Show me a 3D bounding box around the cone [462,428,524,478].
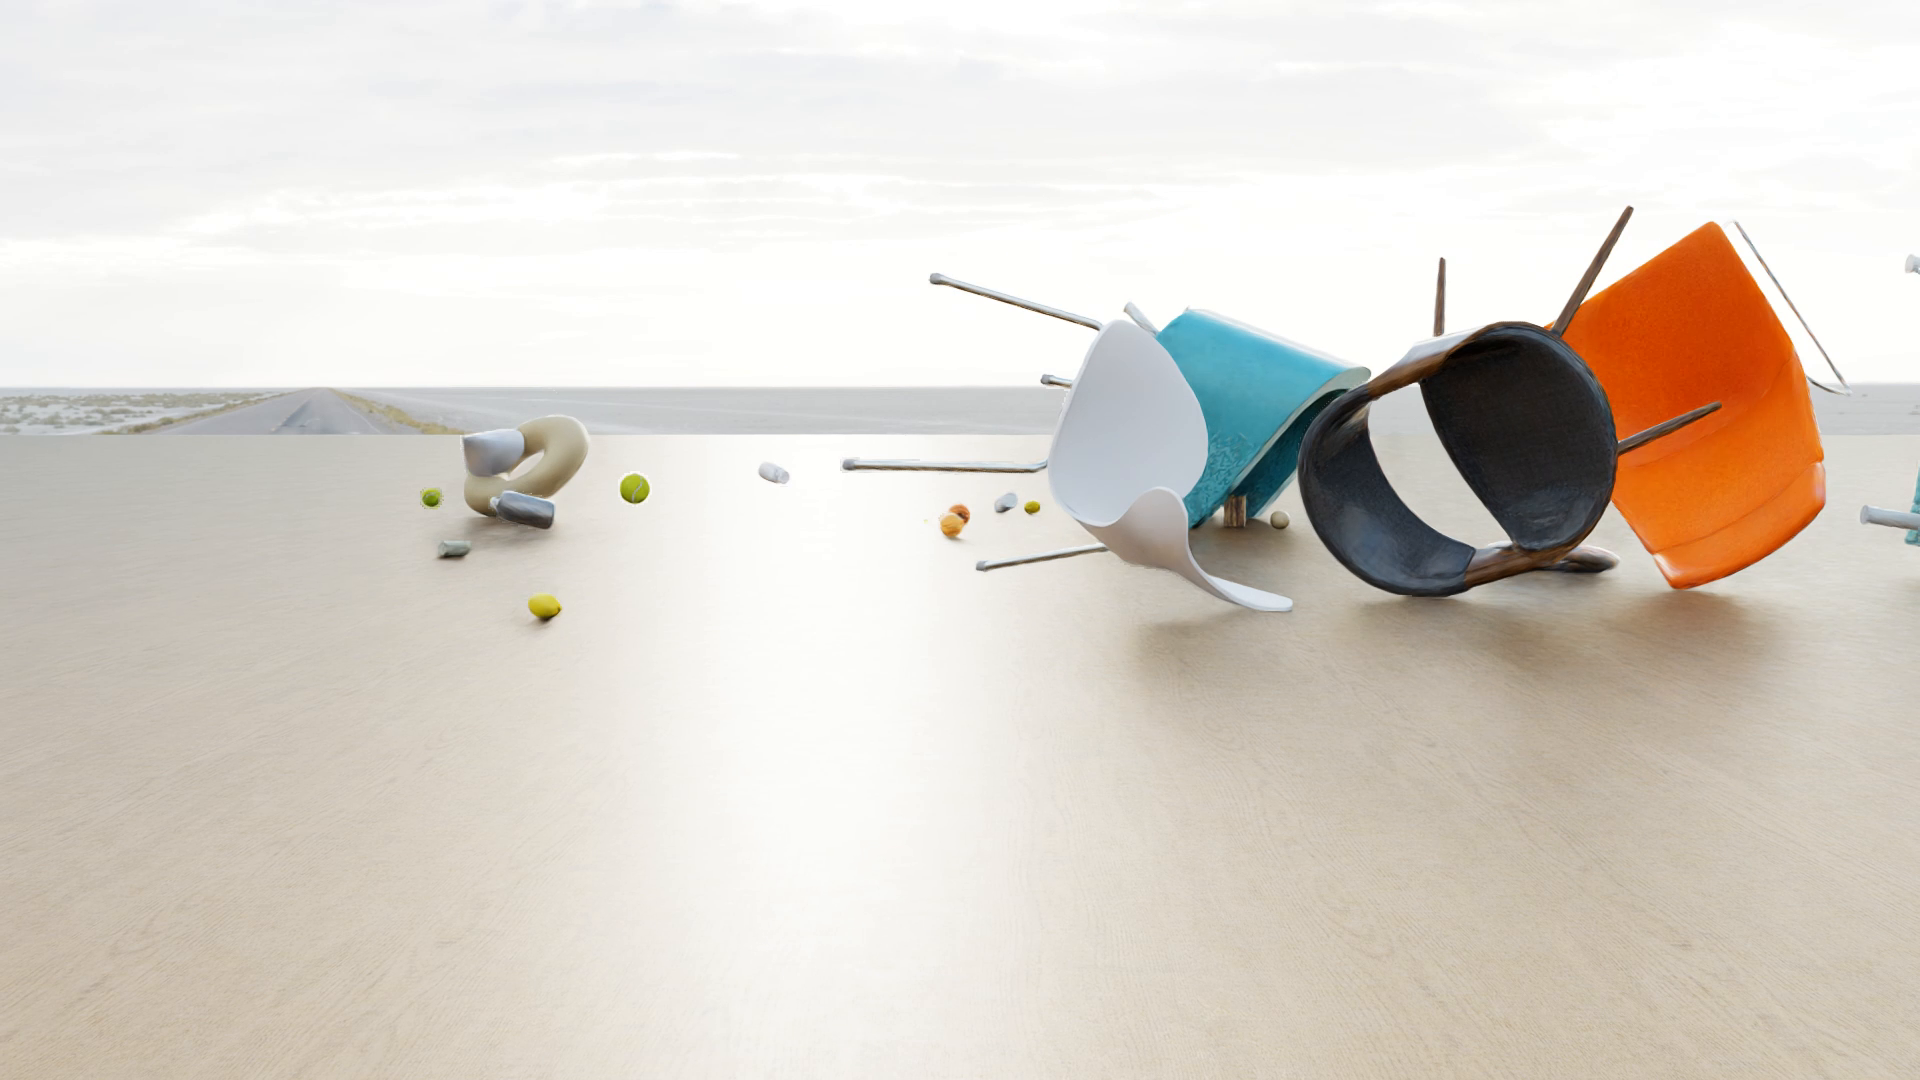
[{"bbox_3d":[-1.648,-0.324,7.524,0.238,0.158,0.234,-25,-17,11],"label":"cone"}]

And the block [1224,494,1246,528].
[{"bbox_3d":[0.897,-0.094,7.171,0.066,0.102,0.038,1,5,12],"label":"block"}]

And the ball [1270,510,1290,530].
[{"bbox_3d":[1.021,-0.064,7.014,0.064,0.064,0.064,0,4,0],"label":"ball"}]

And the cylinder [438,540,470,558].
[{"bbox_3d":[-1.356,0.023,5.893,0.071,0.037,0.059,-3,-23,-41],"label":"cylinder"}]

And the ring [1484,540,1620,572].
[{"bbox_3d":[1.431,0.040,5.317,0.322,0.045,0.315,5,-7,17],"label":"ring"}]

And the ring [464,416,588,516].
[{"bbox_3d":[-1.525,-0.260,7.736,0.497,0.284,0.158,-33,-25,0],"label":"ring"}]
